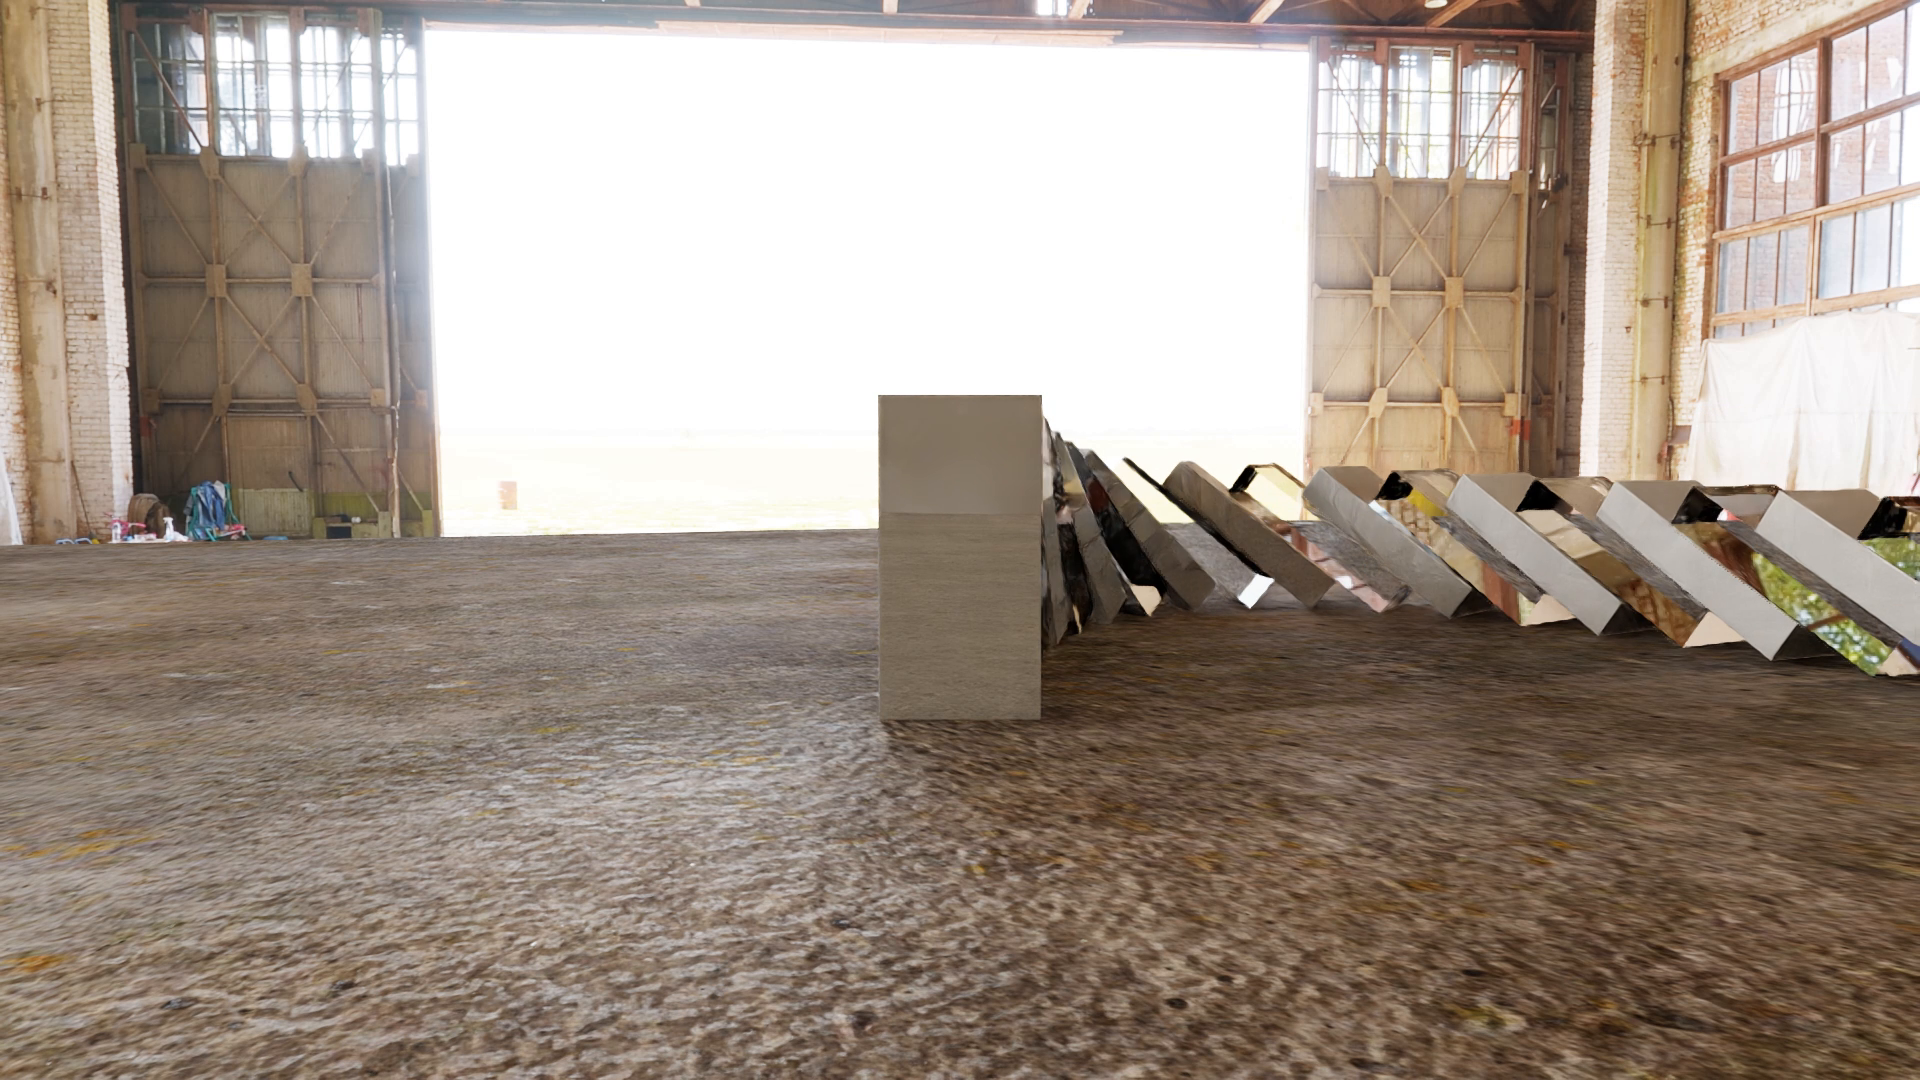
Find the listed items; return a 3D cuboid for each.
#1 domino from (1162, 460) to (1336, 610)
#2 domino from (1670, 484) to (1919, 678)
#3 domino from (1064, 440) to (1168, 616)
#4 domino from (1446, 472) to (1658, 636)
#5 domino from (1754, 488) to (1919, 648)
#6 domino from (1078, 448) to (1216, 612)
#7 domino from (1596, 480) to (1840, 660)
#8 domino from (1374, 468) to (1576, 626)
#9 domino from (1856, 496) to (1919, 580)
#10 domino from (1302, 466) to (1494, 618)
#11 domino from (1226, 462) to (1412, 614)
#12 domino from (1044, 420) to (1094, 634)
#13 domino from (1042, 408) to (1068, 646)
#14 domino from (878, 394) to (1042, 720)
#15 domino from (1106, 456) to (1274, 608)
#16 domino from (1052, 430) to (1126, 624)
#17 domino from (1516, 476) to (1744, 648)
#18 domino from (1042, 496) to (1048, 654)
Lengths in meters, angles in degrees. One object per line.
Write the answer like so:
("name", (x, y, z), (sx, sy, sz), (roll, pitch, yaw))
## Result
("domino", (0.077, -0.002, 0.343), (0.050, 0.009, 0.025), (40, 14, 11))
("domino", (0.171, 0.007, 0.255), (0.025, 0.009, 0.050), (-2, 35, -22))
("domino", (0.028, -0.003, 0.314), (0.025, 0.050, 0.009), (5, 49, 49))
("domino", (0.143, 0.002, 0.305), (0.025, 0.009, 0.050), (-2, 38, -30))
("domino", (0.178, 0.008, 0.237), (0.025, 0.009, 0.050), (-2, 35, -22))
("domino", (0.041, -0.003, 0.328), (0.050, 0.009, 0.025), (45, -13, -19))
("domino", (0.164, 0.005, 0.273), (0.025, 0.010, 0.050), (-2, 36, -22))
("domino", (0.131, 0.001, 0.320), (0.025, 0.009, 0.050), (-3, 39, -35))
("domino", (0.185, 0.010, 0.219), (0.025, 0.009, 0.050), (-2, 34, -22))
("domino", (0.115, -0.001, 0.332), (0.025, 0.009, 0.050), (-4, 41, -45))
("domino", (0.097, -0.002, 0.340), (0.050, 0.009, 0.025), (42, 23, 22))
("domino", (0.012, -0.003, 0.284), (0.025, 0.050, 0.010), (2, 36, 28))
("domino", (0.007, -0.002, 0.268), (0.025, 0.050, 0.009), (2, 28, 20))
("domino", (0.000, 0.002, 0.201), (0.025, 0.050, 0.010), (0, 4, 0))
("domino", (0.058, -0.003, 0.339), (0.050, 0.010, 0.025), (39, 1, -4))
("domino", (0.019, -0.003, 0.299), (0.025, 0.050, 0.009), (3, 43, 36))
("domino", (0.154, 0.004, 0.289), (0.025, 0.010, 0.050), (-2, 37, -27))
("domino", (0.003, -0.002, 0.253), (0.025, 0.050, 0.010), (1, 18, 15))
